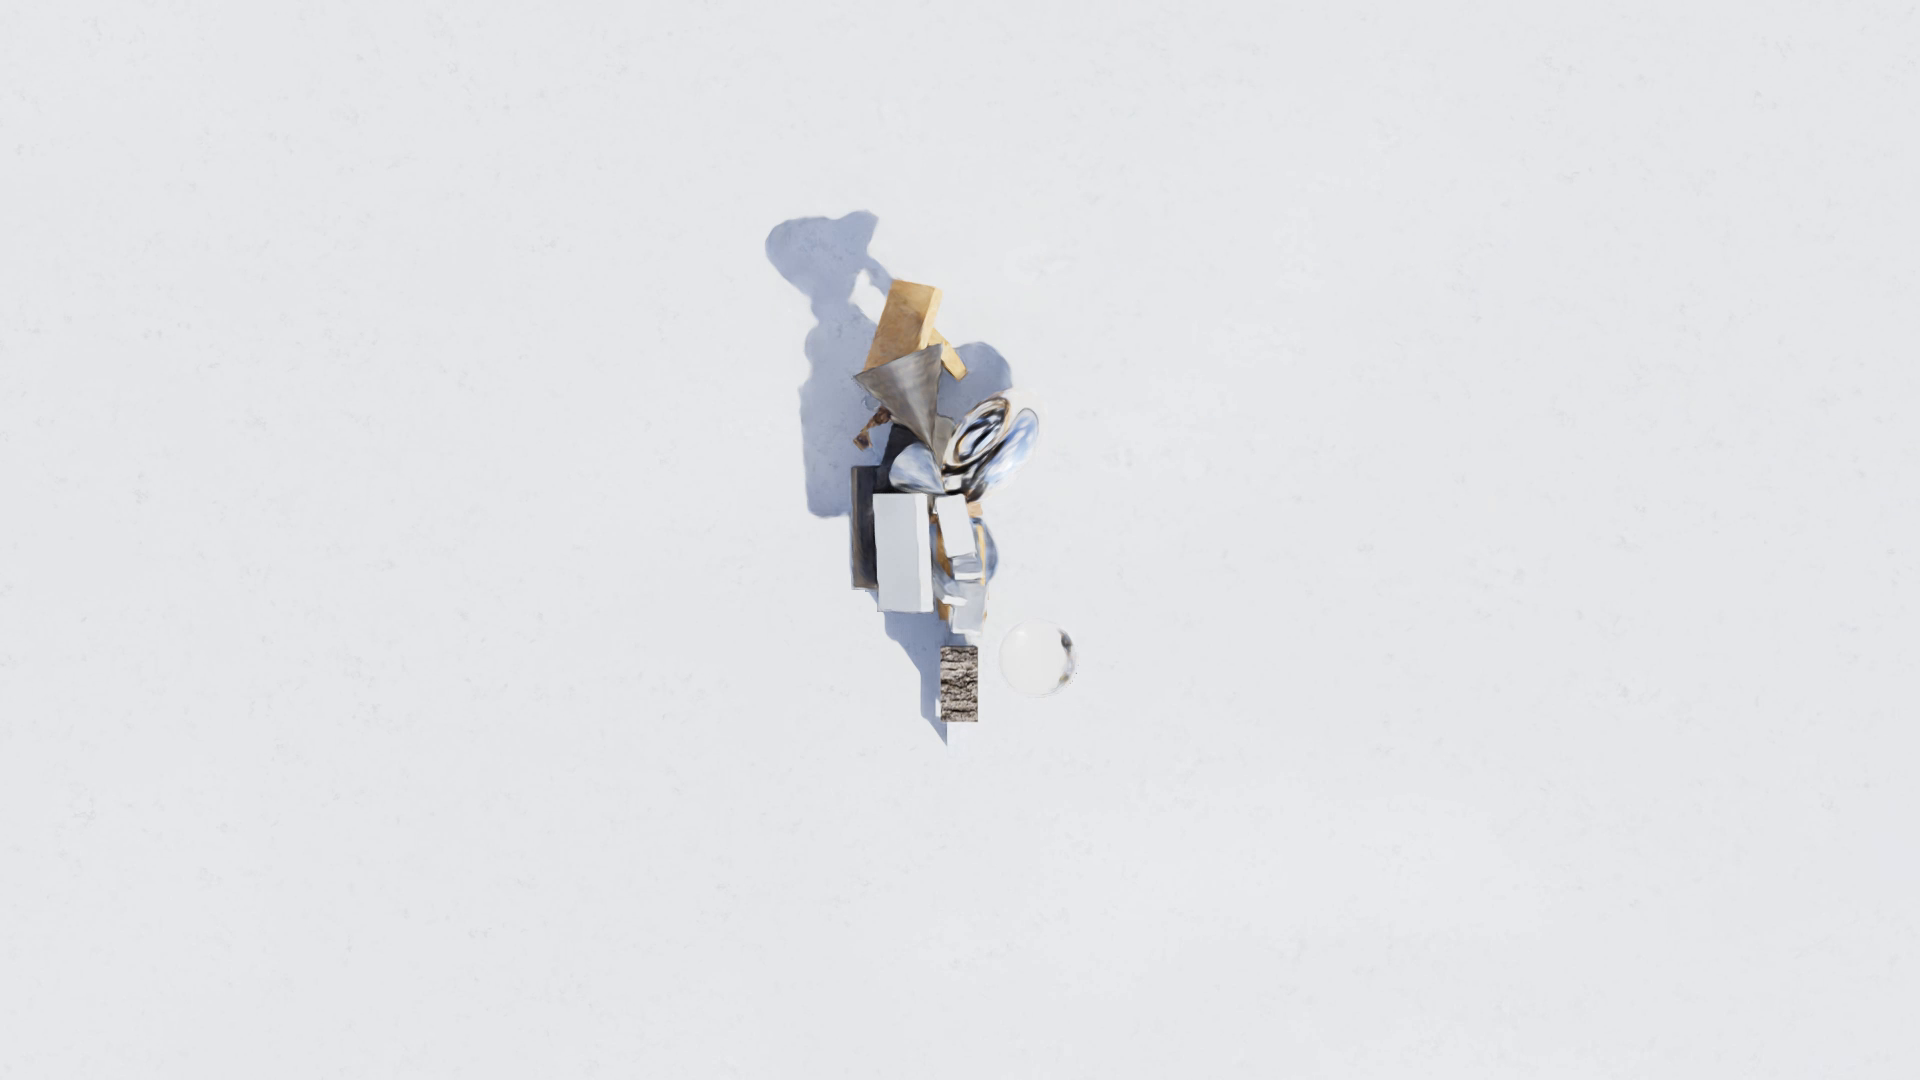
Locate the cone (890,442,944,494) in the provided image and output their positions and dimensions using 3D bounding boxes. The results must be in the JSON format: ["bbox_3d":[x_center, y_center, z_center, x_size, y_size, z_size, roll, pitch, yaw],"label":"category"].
[{"bbox_3d":[-0.094,-0.178,4.906,0.167,0.167,0.167,-50,52,0],"label":"cone"}]

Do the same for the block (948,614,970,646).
[{"bbox_3d":[-0.002,0.287,5.024,0.065,0.018,0.131,2,88,-1],"label":"block"}]

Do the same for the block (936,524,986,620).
[{"bbox_3d":[0.004,0.102,5.186,0.147,0.042,0.293,-2,90,0],"label":"block"}]

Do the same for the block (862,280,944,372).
[{"bbox_3d":[-0.181,-0.627,5.105,0.171,0.048,0.341,17,88,36],"label":"block"}]

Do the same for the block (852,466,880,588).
[{"bbox_3d":[-0.244,-0.039,5.143,0.176,0.050,0.382,2,100,12],"label":"block"}]

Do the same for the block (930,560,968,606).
[{"bbox_3d":[-0.061,0.127,4.983,0.026,0.091,0.182,-57,48,21],"label":"block"}]

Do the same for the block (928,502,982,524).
[{"bbox_3d":[-0.048,-0.085,5.325,0.158,0.316,0.045,-5,93,17],"label":"block"}]

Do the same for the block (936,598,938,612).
[{"bbox_3d":[0.000,0.203,5.353,0.147,0.293,0.042,0,90,0],"label":"block"}]

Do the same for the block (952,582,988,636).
[{"bbox_3d":[0.030,0.207,4.980,0.086,0.024,0.172,7,53,2],"label":"block"}]

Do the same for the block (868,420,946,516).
[{"bbox_3d":[-0.162,-0.221,5.145,0.158,0.045,0.316,-17,95,17],"label":"block"}]

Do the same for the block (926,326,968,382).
[{"bbox_3d":[-0.076,-0.626,5.314,0.048,0.341,0.171,-44,76,1],"label":"block"}]

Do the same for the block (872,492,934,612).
[{"bbox_3d":[-0.172,0.035,4.966,0.176,0.050,0.353,1,96,42],"label":"block"}]

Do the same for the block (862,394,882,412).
[{"bbox_3d":[-0.219,-0.481,5.323,0.171,0.341,0.048,-33,93,4],"label":"block"}]

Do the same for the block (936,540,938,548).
[{"bbox_3d":[0.000,0.007,5.353,0.147,0.293,0.042,0,89,0],"label":"block"}]

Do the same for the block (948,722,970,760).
[{"bbox_3d":[-0.003,0.632,5.337,0.076,0.022,0.152,0,90,0],"label":"block"}]

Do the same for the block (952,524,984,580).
[{"bbox_3d":[0.017,0.035,5.082,0.091,0.026,0.207,-5,46,-3],"label":"block"}]

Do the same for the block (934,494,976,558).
[{"bbox_3d":[-0.016,-0.044,5.052,0.091,0.026,0.182,-11,82,-11],"label":"block"}]

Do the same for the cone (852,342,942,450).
[{"bbox_3d":[-0.134,-0.403,4.915,0.290,0.290,0.290,-21,96,0],"label":"cone"}]

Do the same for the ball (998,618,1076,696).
[{"bbox_3d":[0.236,0.358,5.041,0.239,0.239,0.239,0,90,0],"label":"ball"}]

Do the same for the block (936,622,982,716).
[{"bbox_3d":[-0.003,0.404,5.186,0.147,0.042,0.293,0,90,0],"label":"block"}]

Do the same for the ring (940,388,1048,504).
[{"bbox_3d":[0.103,-0.306,5.300,0.145,0.434,0.434,41,90,-26],"label":"ring"}]

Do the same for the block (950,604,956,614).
[{"bbox_3d":[0.014,0.178,5.081,0.086,0.172,0.024,2,115,-2],"label":"block"}]

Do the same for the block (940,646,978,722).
[{"bbox_3d":[-0.002,0.430,4.924,0.112,0.032,0.224,0,91,0],"label":"block"}]

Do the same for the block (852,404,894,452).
[{"bbox_3d":[-0.266,-0.368,5.334,0.045,0.316,0.158,40,96,-2],"label":"block"}]

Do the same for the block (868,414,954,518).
[{"bbox_3d":[-0.151,-0.223,5.043,0.176,0.050,0.353,15,99,-3],"label":"block"}]

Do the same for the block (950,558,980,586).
[{"bbox_3d":[0.015,0.091,5.101,0.086,0.024,0.172,-3,54,-5],"label":"block"}]
